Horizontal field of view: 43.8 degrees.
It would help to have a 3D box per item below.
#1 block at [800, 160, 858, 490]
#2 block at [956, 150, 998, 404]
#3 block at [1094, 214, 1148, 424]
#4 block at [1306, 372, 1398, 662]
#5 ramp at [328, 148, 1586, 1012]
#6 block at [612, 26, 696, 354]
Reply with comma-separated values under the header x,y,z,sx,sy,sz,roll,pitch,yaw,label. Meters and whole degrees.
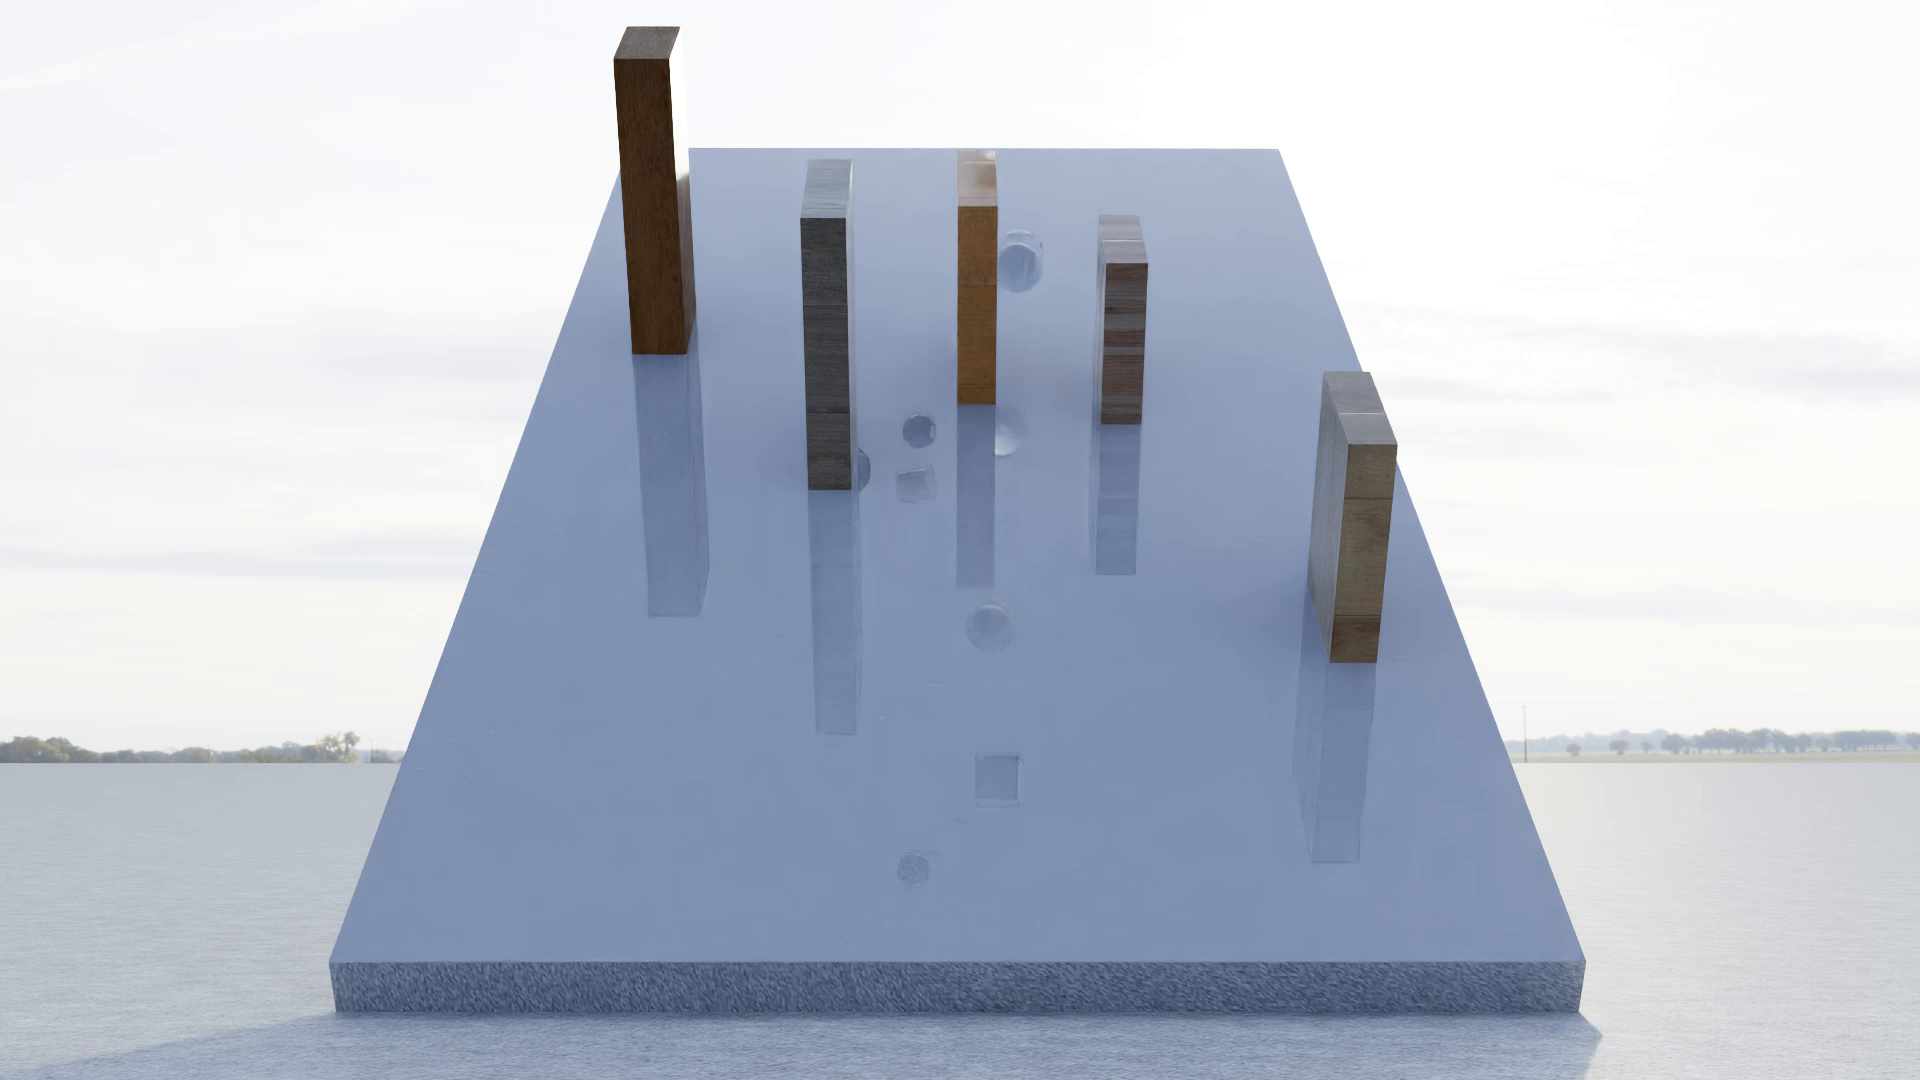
x,y,z,sx,sy,sz,roll,pitch,yaw,label
-0.287,-0.478,5.278,0.095,0.634,0.373,0,28,0,block
0.039,-0.632,5.719,0.091,0.495,0.390,0,28,0,block
0.376,-0.520,5.611,0.095,0.401,0.312,0,28,0,block
0.760,-0.047,4.650,0.091,0.468,0.331,0,28,0,block
-0.011,-0.223,5.582,2.000,0.100,4.000,0,28,0,ramp
-0.746,-0.856,5.865,0.133,0.750,0.275,0,28,0,block
